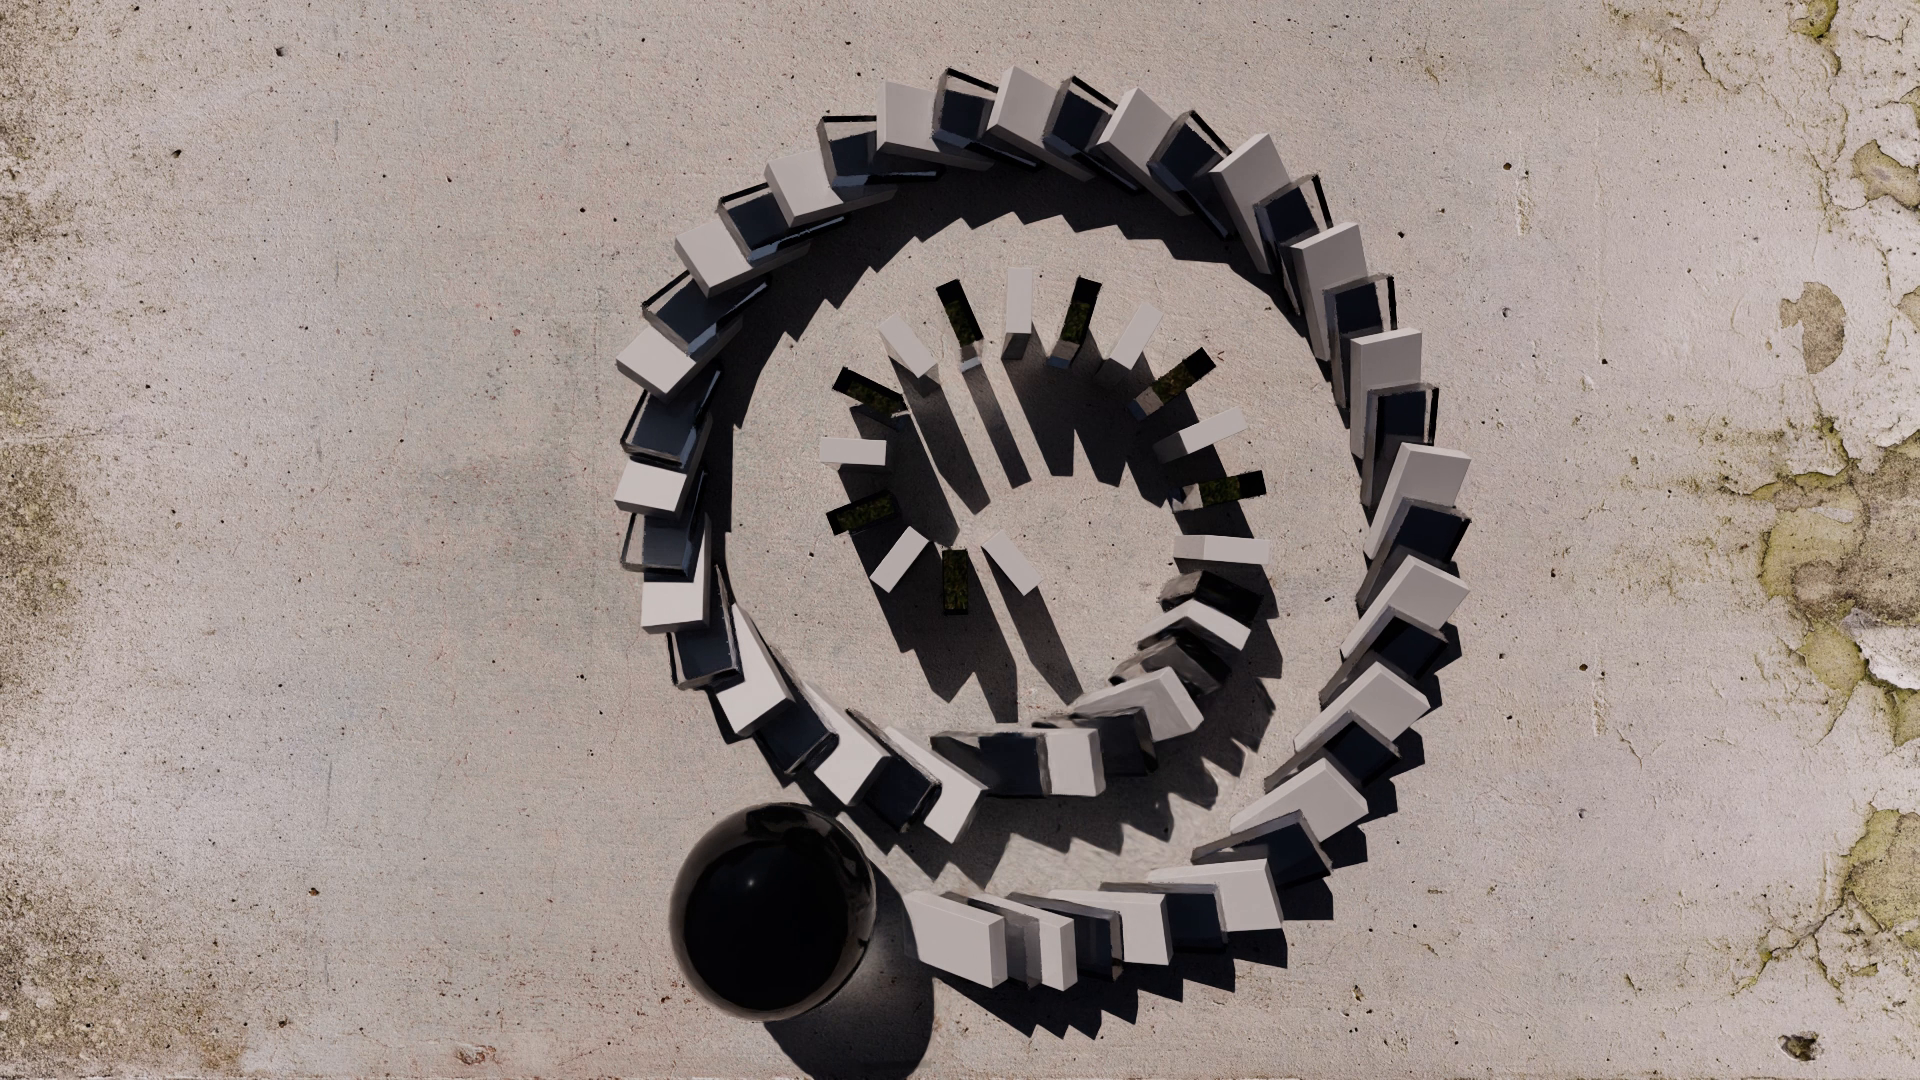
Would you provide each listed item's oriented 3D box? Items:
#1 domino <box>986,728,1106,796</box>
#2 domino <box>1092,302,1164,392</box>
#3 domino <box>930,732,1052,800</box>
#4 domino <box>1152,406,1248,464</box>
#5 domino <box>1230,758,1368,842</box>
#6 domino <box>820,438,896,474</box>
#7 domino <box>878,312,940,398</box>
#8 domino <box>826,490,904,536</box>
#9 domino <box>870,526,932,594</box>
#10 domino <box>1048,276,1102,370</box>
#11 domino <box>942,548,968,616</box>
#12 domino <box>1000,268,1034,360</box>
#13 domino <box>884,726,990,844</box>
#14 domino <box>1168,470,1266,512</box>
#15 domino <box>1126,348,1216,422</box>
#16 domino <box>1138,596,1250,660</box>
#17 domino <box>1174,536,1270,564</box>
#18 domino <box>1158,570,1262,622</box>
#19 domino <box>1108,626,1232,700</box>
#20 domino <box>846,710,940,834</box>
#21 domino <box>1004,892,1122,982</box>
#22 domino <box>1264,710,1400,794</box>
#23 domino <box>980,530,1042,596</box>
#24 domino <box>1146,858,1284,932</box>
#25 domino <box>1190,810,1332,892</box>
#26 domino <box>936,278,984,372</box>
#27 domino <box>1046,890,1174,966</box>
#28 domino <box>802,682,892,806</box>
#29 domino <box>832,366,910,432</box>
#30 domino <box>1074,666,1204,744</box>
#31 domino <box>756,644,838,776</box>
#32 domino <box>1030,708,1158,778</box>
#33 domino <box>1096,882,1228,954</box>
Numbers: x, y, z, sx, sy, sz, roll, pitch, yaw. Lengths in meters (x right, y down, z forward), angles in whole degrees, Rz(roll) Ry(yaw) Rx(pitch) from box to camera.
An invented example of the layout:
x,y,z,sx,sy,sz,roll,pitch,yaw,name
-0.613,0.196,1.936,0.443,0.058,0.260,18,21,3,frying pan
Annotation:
x,y,z,sx,sy,sz,roll,pitch,yaw,name
0.035,0.092,0.382,0.050,0.009,0.025,-7,90,34,domino
0.068,-0.078,0.375,0.009,0.050,0.025,31,90,0,domino
0.012,0.094,0.383,0.050,0.009,0.025,-7,90,30,domino
0.097,-0.042,0.375,0.025,0.050,0.010,-23,90,0,domino
0.142,0.116,0.385,0.025,0.009,0.050,46,115,0,domino
-0.041,-0.034,0.375,0.025,0.050,0.009,3,90,0,domino
-0.020,-0.074,0.375,0.009,0.050,0.025,-39,90,0,domino
-0.038,-0.011,0.375,0.025,0.050,0.009,-22,90,0,domino
-0.023,0.007,0.375,0.010,0.050,0.025,38,90,0,domino
0.046,-0.087,0.375,0.010,0.050,0.025,17,90,0,domino
-0.002,0.016,0.375,0.009,0.050,0.025,-2,90,0,domino
0.023,-0.091,0.375,0.010,0.050,0.025,2,90,0,domino
-0.015,0.102,0.385,0.050,0.009,0.025,28,90,26,domino
0.104,-0.020,0.375,0.025,0.050,0.009,-12,90,0,domino
0.085,-0.063,0.375,0.025,0.050,0.009,-37,90,0,domino
0.094,0.040,0.375,0.025,0.050,0.010,33,68,0,domino
0.106,0.004,0.375,0.025,0.050,0.009,5,90,0,domino
0.101,0.024,0.375,0.025,0.050,0.009,25,82,0,domino
0.085,0.055,0.377,0.025,0.050,0.009,42,56,0,domino
-0.035,0.096,0.384,0.050,0.010,0.025,34,93,27,domino
0.042,0.165,0.383,0.050,0.010,0.025,-3,90,33,domino
0.156,0.097,0.385,0.025,0.010,0.050,39,115,0,domino
0.020,0.009,0.375,0.009,0.050,0.025,-39,90,0,domino
0.107,0.150,0.385,0.050,0.010,0.025,-16,91,26,domino
0.126,0.135,0.385,0.050,0.010,0.025,-31,90,26,domino
0.000,-0.087,0.375,0.010,0.050,0.025,-24,90,0,domino
0.062,0.162,0.385,0.050,0.009,0.025,-8,90,26,domino
-0.055,0.085,0.384,0.050,0.009,0.025,37,92,27,domino
-0.036,-0.057,0.375,0.025,0.050,0.010,26,90,0,domino
0.073,0.071,0.379,0.010,0.050,0.025,-33,90,-43,domino
-0.076,0.071,0.385,0.025,0.010,0.050,-42,64,0,domino
0.055,0.085,0.381,0.050,0.009,0.025,-14,90,39,domino
0.085,0.158,0.385,0.050,0.009,0.025,-10,91,26,domino
